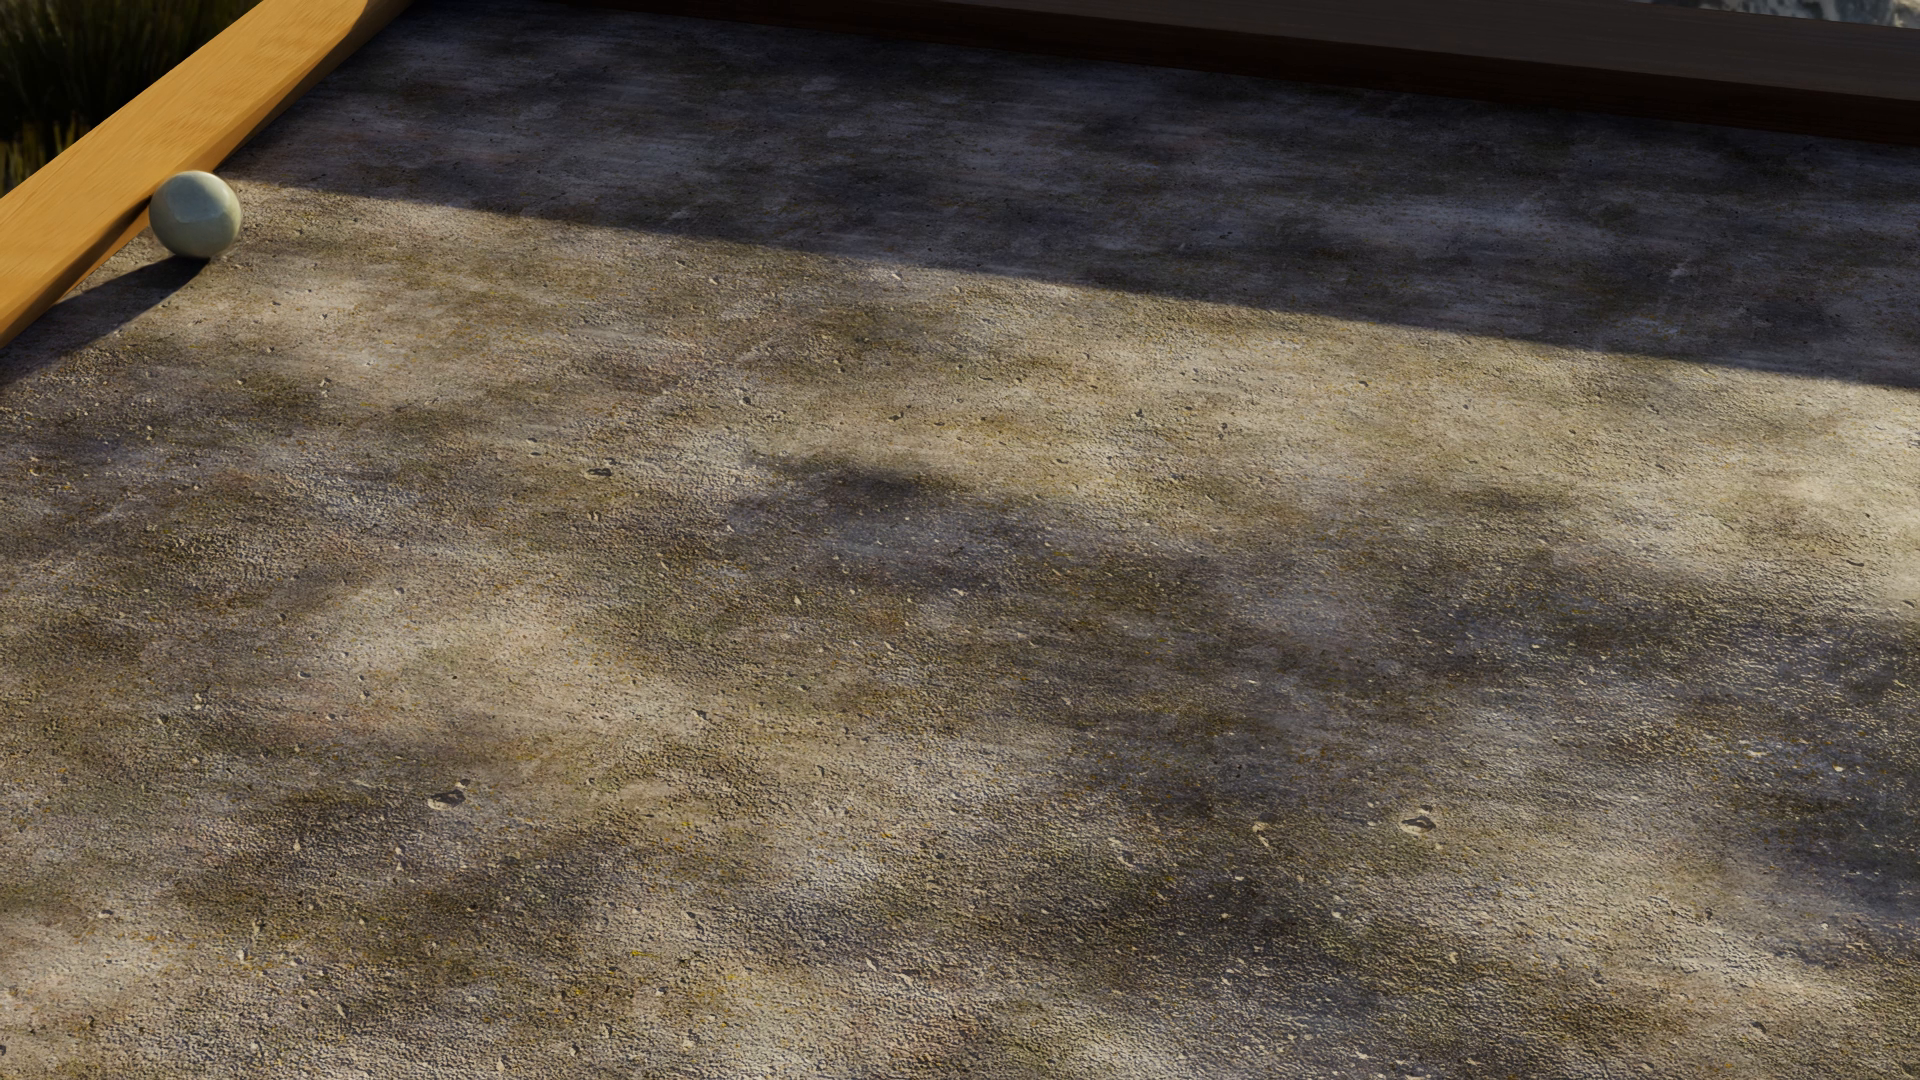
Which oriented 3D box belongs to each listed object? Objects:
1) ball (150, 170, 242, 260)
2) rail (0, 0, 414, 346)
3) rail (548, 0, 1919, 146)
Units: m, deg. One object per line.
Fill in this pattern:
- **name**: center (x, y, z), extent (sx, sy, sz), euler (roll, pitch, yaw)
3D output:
- **ball**: center (-0.741, -0.315, 2.487), extent (0.086, 0.086, 0.086), euler (0, 33, 0)
- **rail**: center (-0.897, -0.150, 2.197), extent (0.045, 0.128, 2.128), euler (8, 34, 13)
- **rail**: center (1.191, -0.432, 2.624), extent (3.811, 0.128, 0.045), euler (8, 34, 13)
